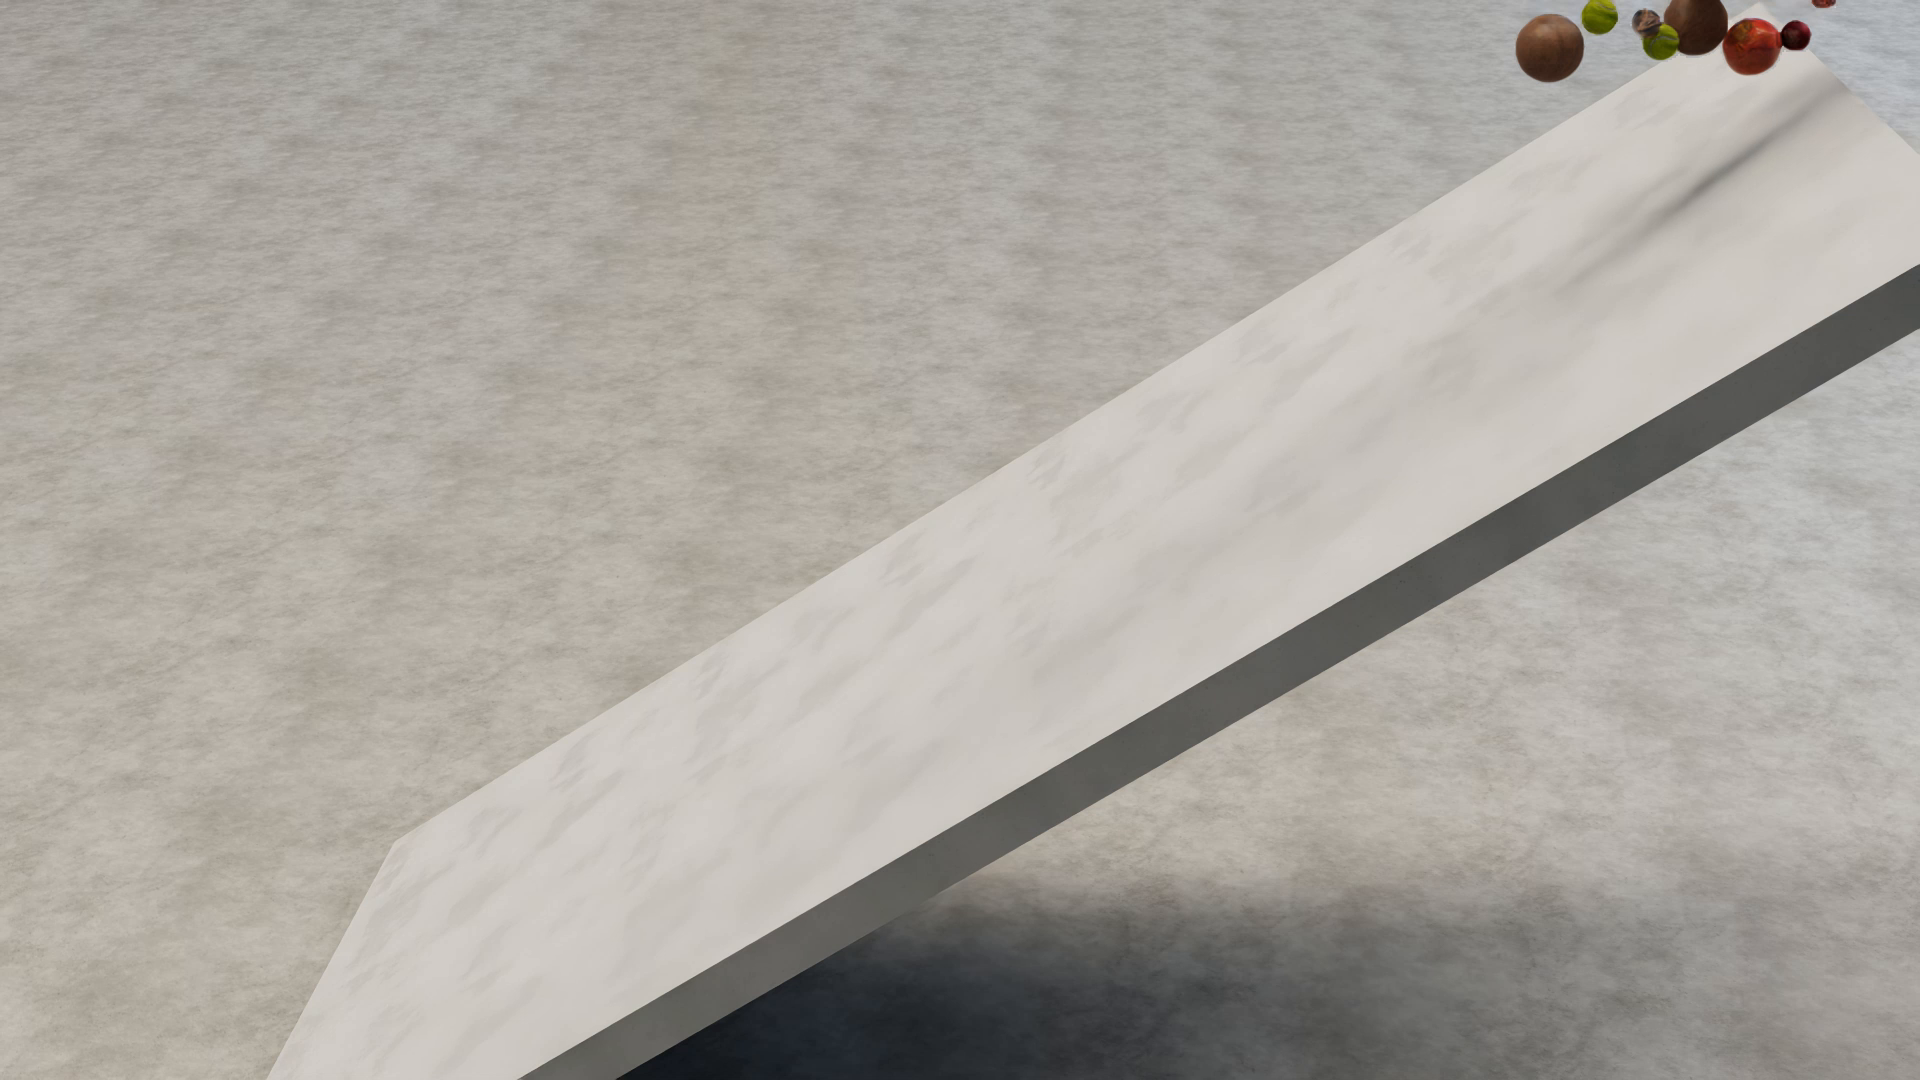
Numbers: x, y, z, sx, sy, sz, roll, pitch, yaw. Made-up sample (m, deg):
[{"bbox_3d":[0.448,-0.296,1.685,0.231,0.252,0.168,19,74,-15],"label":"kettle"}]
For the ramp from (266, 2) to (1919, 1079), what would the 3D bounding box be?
[{"bbox_3d":[0.138,0.172,6.299,4.000,0.100,2.000,-31,16,14],"label":"ramp"}]
